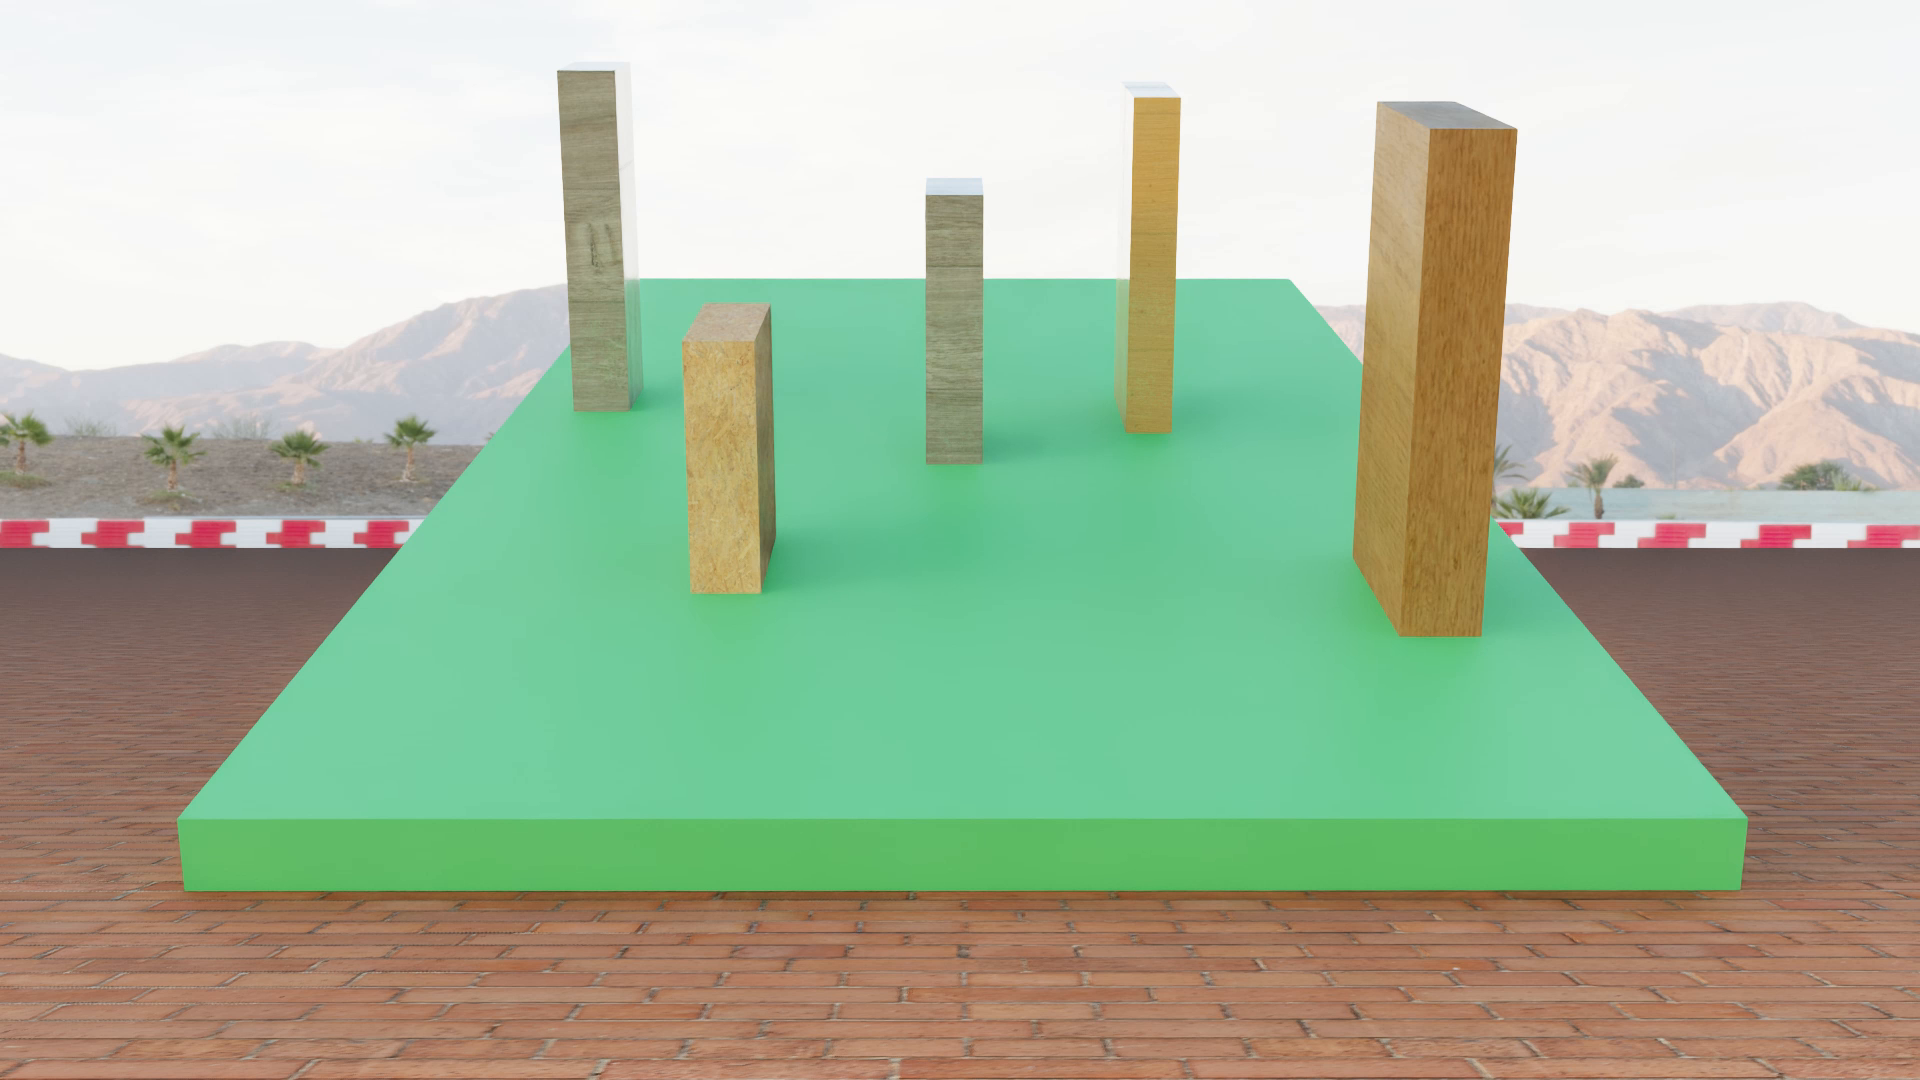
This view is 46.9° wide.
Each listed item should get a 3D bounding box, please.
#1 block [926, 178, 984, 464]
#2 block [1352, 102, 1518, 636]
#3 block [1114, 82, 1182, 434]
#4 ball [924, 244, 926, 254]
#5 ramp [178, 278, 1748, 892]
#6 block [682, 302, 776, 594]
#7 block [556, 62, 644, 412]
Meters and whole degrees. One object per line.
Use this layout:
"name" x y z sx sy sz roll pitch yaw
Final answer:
"block" -0.012 -0.456 4.581 0.116 0.550 0.265 0 17 0
"block" 0.759 -0.289 3.593 0.130 0.794 0.429 0 17 0
"block" 0.408 -0.627 4.865 0.098 0.715 0.371 0 17 0
"ball" -0.046 -0.849 6.471 0.117 0.117 0.117 0 0 0
"ramp" -0.002 -0.168 4.751 2.000 0.100 4.000 0 17 0
"block" -0.392 -0.165 3.812 0.117 0.429 0.340 0 17 0
"block" -0.806 -0.684 4.988 0.125 0.752 0.241 0 17 0
